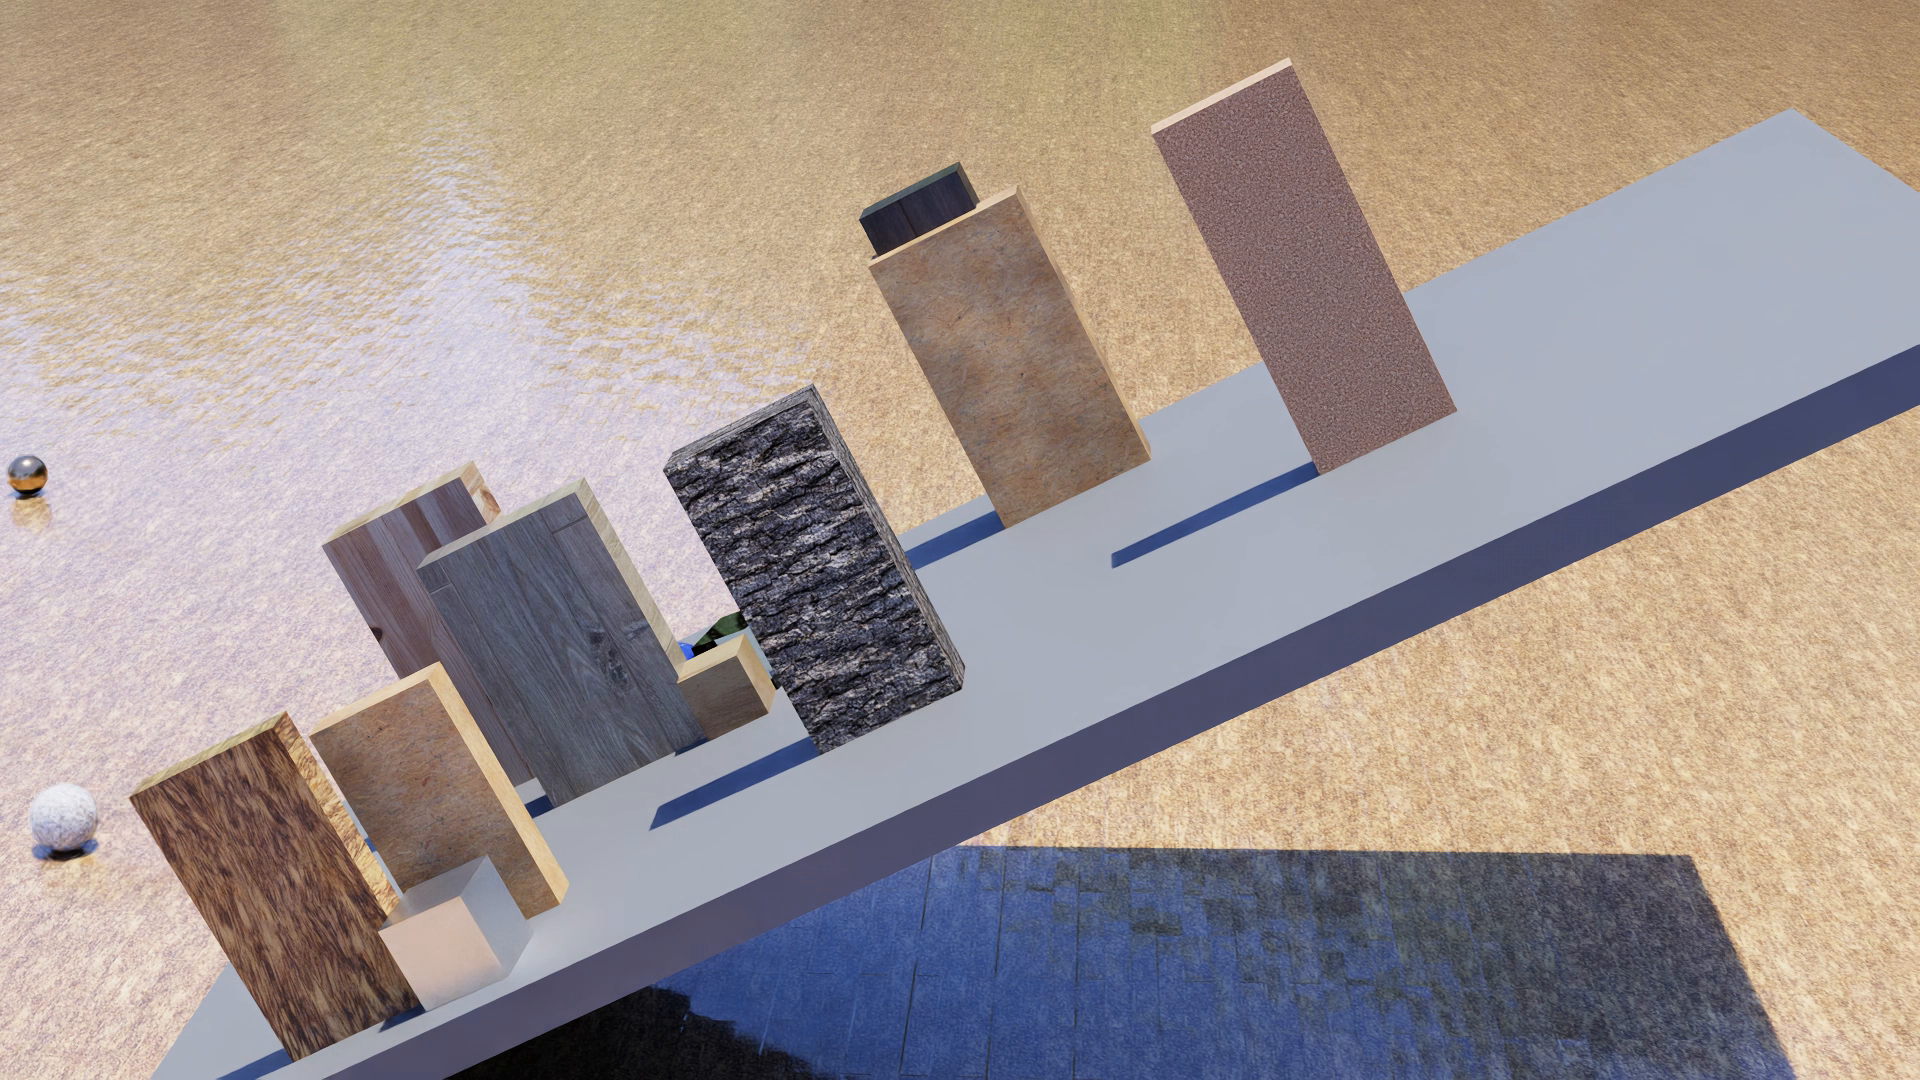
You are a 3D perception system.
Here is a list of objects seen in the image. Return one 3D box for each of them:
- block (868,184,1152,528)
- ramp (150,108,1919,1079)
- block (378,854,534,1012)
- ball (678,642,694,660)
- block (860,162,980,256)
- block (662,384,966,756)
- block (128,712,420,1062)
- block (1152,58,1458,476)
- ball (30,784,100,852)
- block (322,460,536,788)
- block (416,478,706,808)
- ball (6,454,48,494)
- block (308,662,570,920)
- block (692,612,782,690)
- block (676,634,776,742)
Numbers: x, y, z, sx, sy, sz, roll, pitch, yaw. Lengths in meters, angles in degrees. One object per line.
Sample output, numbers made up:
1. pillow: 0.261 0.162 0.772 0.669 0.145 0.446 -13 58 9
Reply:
1. block: 0.119 -0.420 6.782 0.375 0.692 0.125 -25 14 10
2. ramp: 0.139 0.168 6.281 4.000 0.100 2.000 -25 14 10
3. block: -0.970 0.757 5.671 0.186 0.186 0.186 -24 14 15
4. ball: -0.636 0.319 6.639 0.178 0.178 0.178 0 17 0
5. block: 0.064 -0.464 6.844 0.251 0.789 0.132 -25 14 10
6. block: -0.286 0.061 5.873 0.320 0.663 0.139 -25 14 10
7. block: -1.296 0.674 5.688 0.325 0.618 0.091 -25 14 10
8. block: 0.696 -0.548 5.939 0.306 0.782 0.110 -25 14 10
9. ball: -2.284 0.708 7.504 0.172 0.172 0.172 0 17 0
10. block: -1.129 0.219 6.827 0.368 0.710 0.143 -25 14 10
11. block: -0.859 0.229 6.467 0.398 0.617 0.120 -25 14 10
12. ball: -3.388 -0.237 10.685 0.145 0.145 0.145 0 17 0
13. block: -1.034 0.540 5.857 0.274 0.529 0.105 -25 14 10
14. block: -0.473 0.254 6.608 0.156 0.156 0.156 -20 16 30
15. block: -0.511 0.322 6.447 0.149 0.149 0.149 -25 14 10
